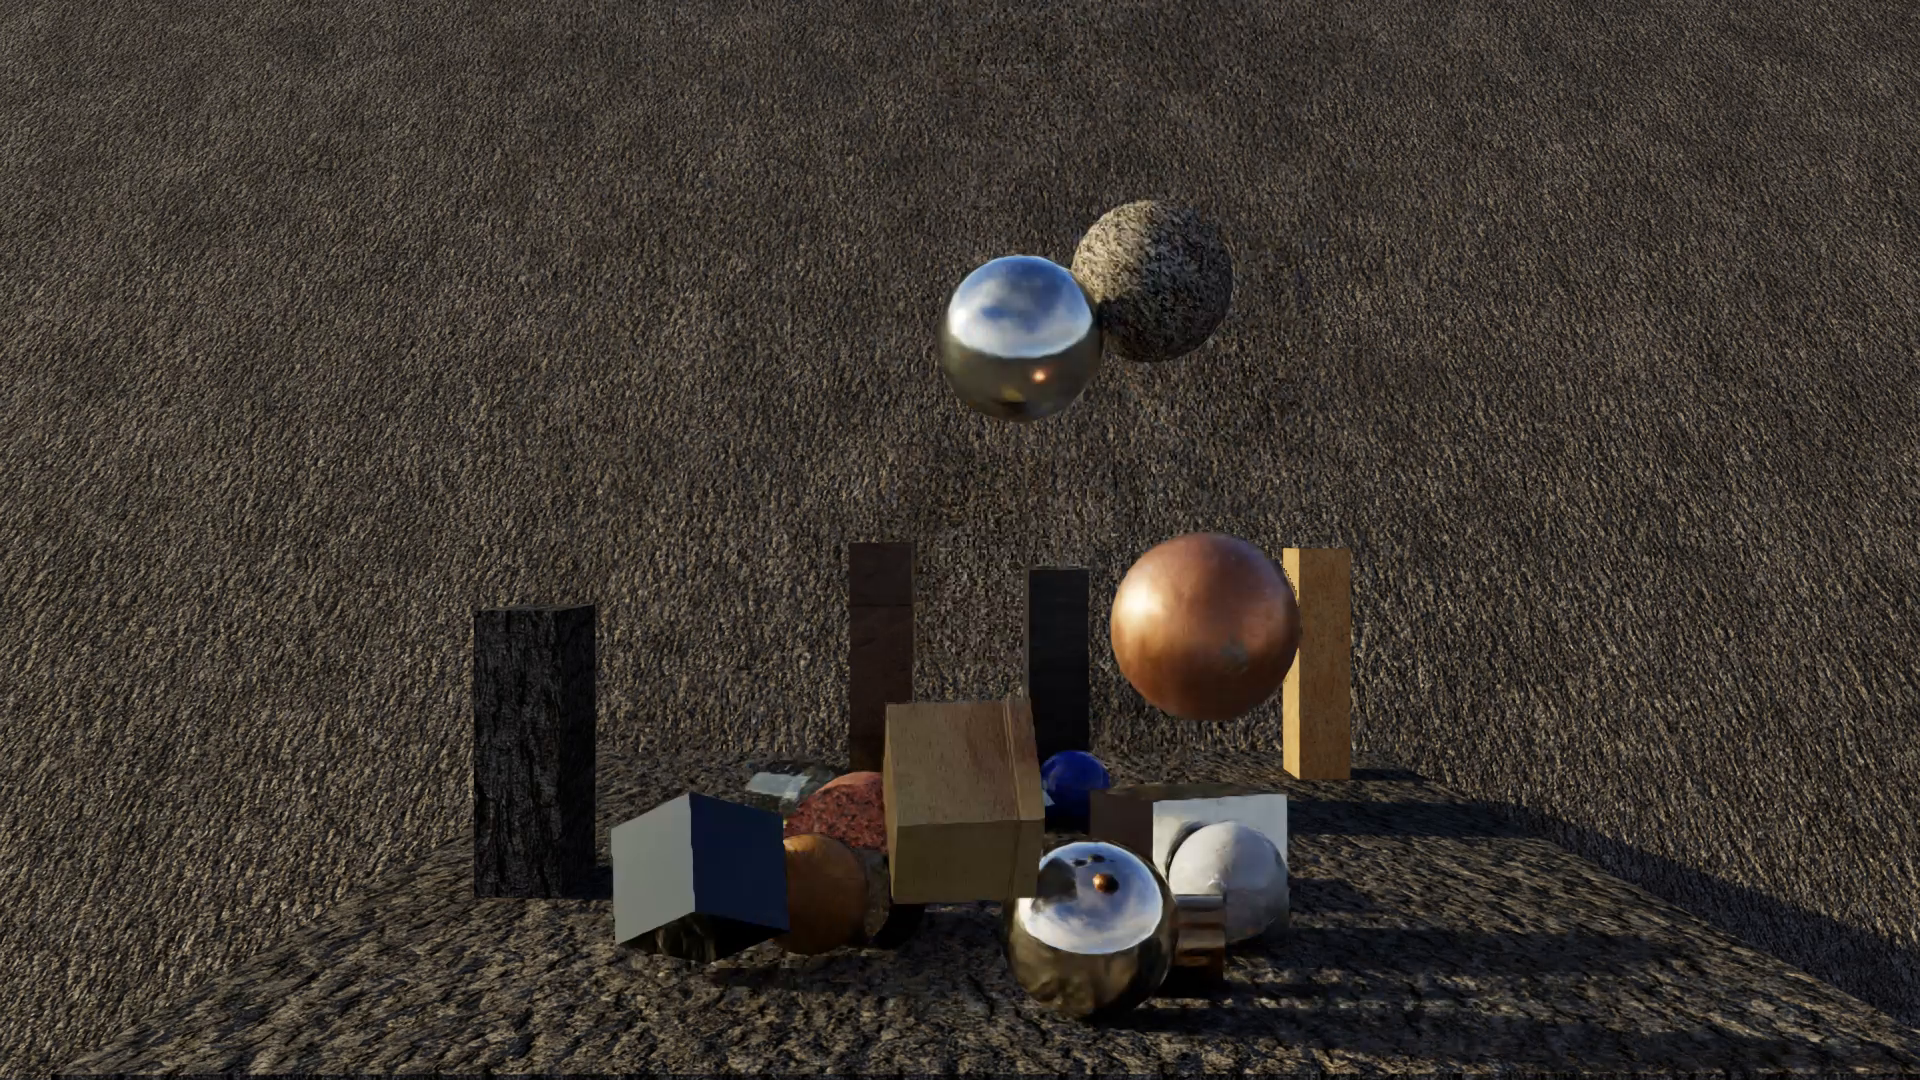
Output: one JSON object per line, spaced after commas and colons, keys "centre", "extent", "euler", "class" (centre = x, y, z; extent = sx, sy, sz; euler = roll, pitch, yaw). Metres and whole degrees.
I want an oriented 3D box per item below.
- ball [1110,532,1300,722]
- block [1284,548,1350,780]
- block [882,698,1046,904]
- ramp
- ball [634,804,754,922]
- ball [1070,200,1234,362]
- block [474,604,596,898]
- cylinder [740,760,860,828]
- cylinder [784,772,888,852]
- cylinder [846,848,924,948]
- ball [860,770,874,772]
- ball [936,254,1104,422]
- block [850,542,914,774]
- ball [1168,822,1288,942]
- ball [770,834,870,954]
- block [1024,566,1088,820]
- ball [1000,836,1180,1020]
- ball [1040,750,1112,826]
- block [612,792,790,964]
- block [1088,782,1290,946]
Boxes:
{"centre": [0.261, 0.092, 2.757], "extent": [0.202, 0.202, 0.202], "euler": [0, 30, 0], "class": "ball"}
{"centre": [0.829, 0.282, 6.020], "extent": [0.117, 0.524, 0.286], "euler": [0, 0, 0], "class": "block"}
{"centre": [0.002, 0.290, 2.871], "extent": [0.159, 0.159, 0.159], "euler": [-2, 51, -5], "class": "block"}
{"centre": [0.067, 0.596, 4.652], "extent": [2.000, 0.100, 4.000], "euler": [0, 0, 0], "class": "ramp"}
{"centre": [-0.380, 0.462, 3.704], "extent": [0.169, 0.169, 0.169], "euler": [0, 30, 0], "class": "ball"}
{"centre": [0.230, -0.311, 3.107], "extent": [0.195, 0.195, 0.195], "euler": [0, 30, 0], "class": "ball"}
{"centre": [-0.677, 0.327, 4.146], "extent": [0.134, 0.439, 0.374], "euler": [0, 0, 0], "class": "block"}
{"centre": [-0.241, 0.455, 4.227], "extent": [0.180, 0.180, 0.180], "euler": [-20, 9, -31], "class": "cylinder"}
{"centre": [-0.144, 0.443, 3.699], "extent": [0.207, 0.207, 0.207], "euler": [2, 0, 4], "class": "cylinder"}
{"centre": [-0.137, 0.483, 3.503], "extent": [0.128, 0.128, 0.128], "euler": [0, 23, 41], "class": "cylinder"}
{"centre": [-0.174, 0.484, 4.739], "extent": [0.124, 0.124, 0.124], "euler": [0, 30, 0], "class": "ball"}
{"centre": [0.070, -0.233, 2.988], "extent": [0.194, 0.194, 0.194], "euler": [0, 30, 0], "class": "ball"}
{"centre": [-0.150, 0.275, 5.053], "extent": [0.119, 0.540, 0.278], "euler": [0, 0, 0], "class": "block"}
{"centre": [0.348, 0.444, 3.359], "extent": [0.155, 0.155, 0.155], "euler": [0, 30, 0], "class": "ball"}
{"centre": [-0.195, 0.460, 3.360], "extent": [0.156, 0.156, 0.156], "euler": [0, 30, 0], "class": "ball"}
{"centre": [0.191, 0.301, 5.247], "extent": [0.115, 0.488, 0.436], "euler": [0, 0, 0], "class": "block"}
{"centre": [0.148, 0.444, 2.959], "extent": [0.207, 0.207, 0.207], "euler": [0, 30, 0], "class": "ball"}
{"centre": [0.215, 0.472, 4.921], "extent": [0.147, 0.147, 0.147], "euler": [0, 30, 0], "class": "ball"}
{"centre": [-0.327, 0.426, 3.245], "extent": [0.153, 0.153, 0.153], "euler": [20, 54, -42], "class": "block"}
{"centre": [0.311, 0.444, 3.535], "extent": [0.200, 0.200, 0.200], "euler": [-1, 0, -22], "class": "block"}
